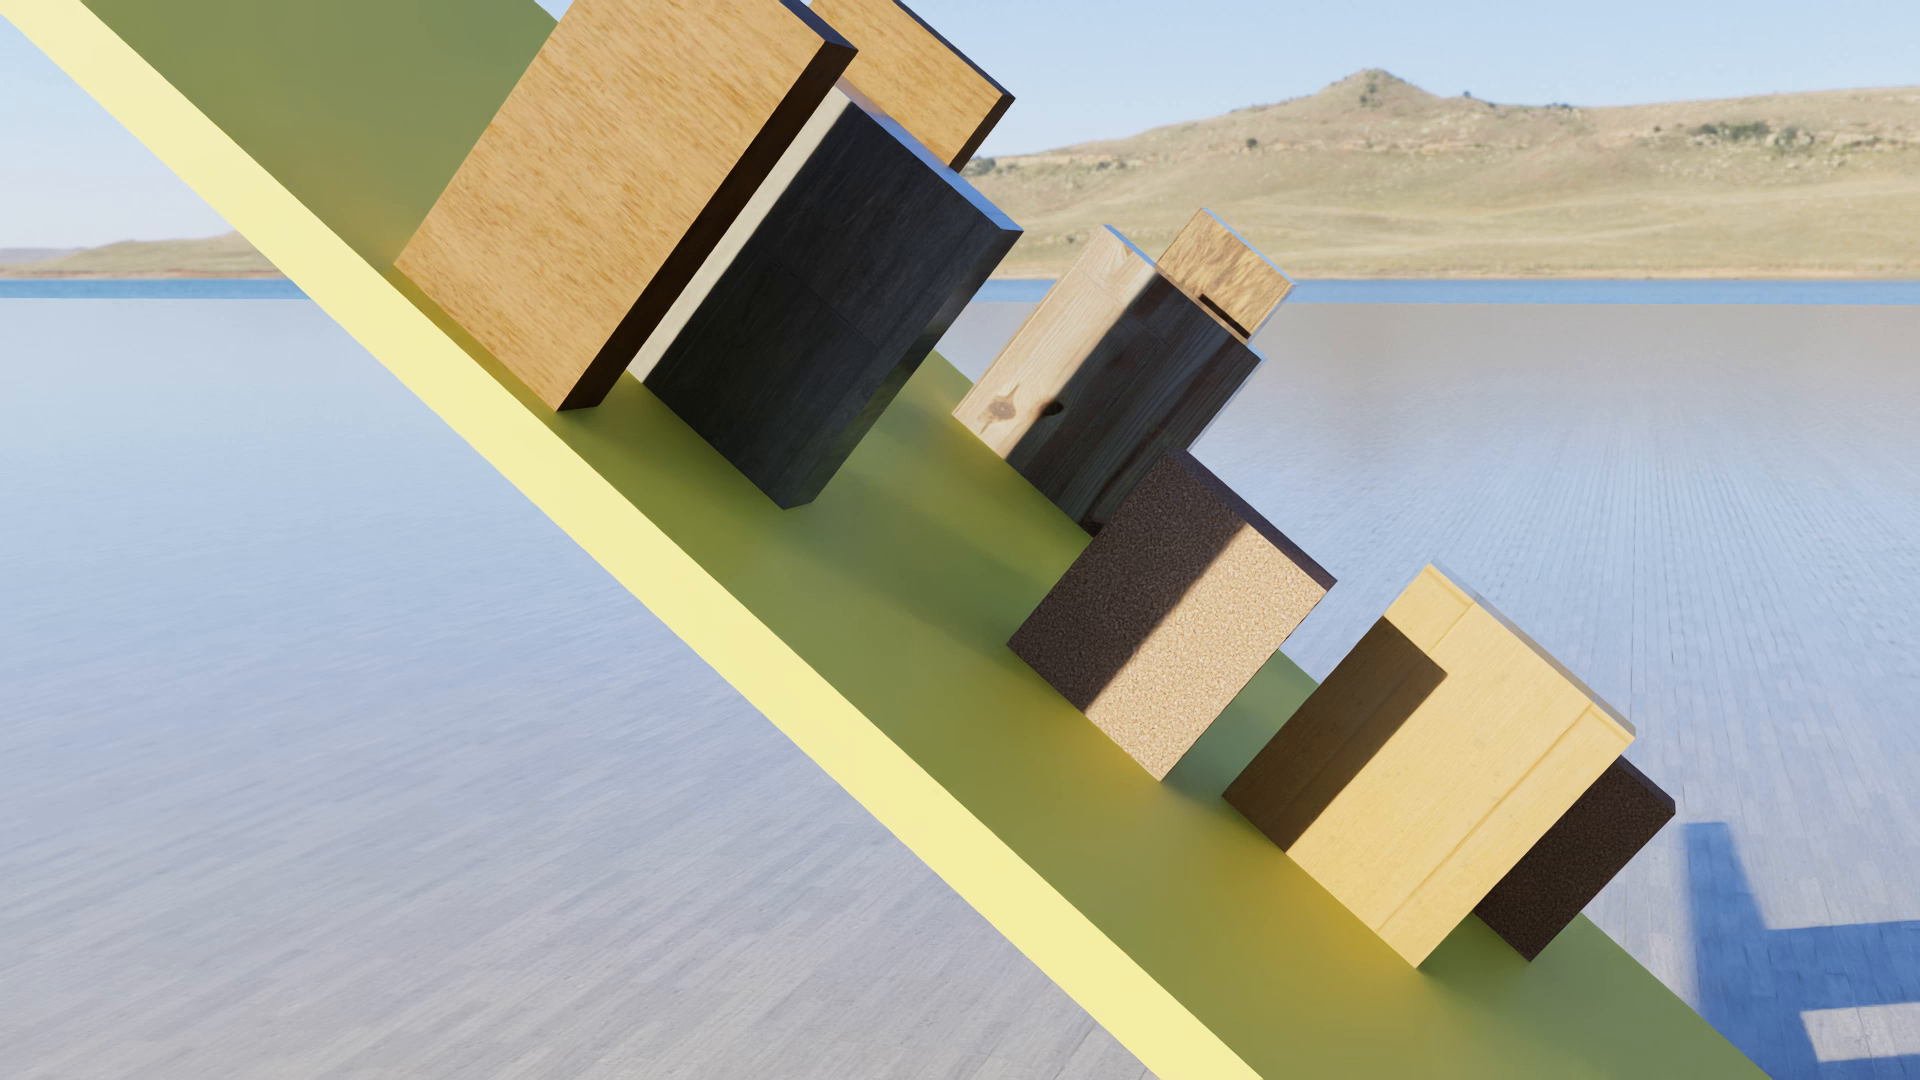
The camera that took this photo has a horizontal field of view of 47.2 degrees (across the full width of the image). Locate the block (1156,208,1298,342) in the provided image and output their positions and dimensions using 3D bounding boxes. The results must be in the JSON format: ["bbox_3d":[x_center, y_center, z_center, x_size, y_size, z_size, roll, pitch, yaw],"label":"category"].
[{"bbox_3d":[0.430,-0.393,4.832,0.260,0.646,0.082,42,16,9],"label":"block"}]

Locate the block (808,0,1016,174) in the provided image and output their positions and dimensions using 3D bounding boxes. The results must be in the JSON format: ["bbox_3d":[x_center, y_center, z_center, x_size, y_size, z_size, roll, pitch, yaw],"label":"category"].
[{"bbox_3d":[-0.255,-0.689,4.112,0.394,0.658,0.093,42,16,9],"label":"block"}]

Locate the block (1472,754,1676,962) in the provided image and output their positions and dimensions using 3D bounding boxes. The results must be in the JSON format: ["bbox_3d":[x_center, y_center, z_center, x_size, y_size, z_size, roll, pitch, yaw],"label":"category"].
[{"bbox_3d":[1.118,0.556,4.222,0.294,0.401,0.106,42,16,9],"label":"block"}]

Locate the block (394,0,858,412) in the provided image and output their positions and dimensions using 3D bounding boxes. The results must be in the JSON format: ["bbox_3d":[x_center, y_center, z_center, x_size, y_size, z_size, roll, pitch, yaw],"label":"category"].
[{"bbox_3d":[-0.493,-0.556,3.212,0.338,0.670,0.139,42,16,9],"label":"block"}]

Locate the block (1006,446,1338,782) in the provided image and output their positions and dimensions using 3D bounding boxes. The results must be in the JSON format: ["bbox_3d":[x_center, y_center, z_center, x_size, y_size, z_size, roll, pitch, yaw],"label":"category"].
[{"bbox_3d":[0.352,0.121,3.673,0.344,0.426,0.134,42,16,9],"label":"block"}]

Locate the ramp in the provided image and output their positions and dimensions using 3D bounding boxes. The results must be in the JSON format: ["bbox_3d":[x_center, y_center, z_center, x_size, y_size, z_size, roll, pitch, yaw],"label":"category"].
[{"bbox_3d":[-0.002,0.050,4.041,4.000,0.100,2.000,42,16,9],"label":"ramp"}]

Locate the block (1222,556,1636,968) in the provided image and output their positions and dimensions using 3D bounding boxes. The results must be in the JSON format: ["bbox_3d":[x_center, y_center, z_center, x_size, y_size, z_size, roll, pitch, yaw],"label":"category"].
[{"bbox_3d":[0.789,0.377,3.733,0.435,0.541,0.097,42,16,9],"label":"block"}]

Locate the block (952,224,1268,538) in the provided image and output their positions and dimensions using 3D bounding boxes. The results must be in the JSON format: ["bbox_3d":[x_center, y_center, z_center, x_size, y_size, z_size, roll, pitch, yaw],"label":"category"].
[{"bbox_3d":[0.310,-0.323,4.620,0.435,0.514,0.085,42,16,9],"label":"block"}]

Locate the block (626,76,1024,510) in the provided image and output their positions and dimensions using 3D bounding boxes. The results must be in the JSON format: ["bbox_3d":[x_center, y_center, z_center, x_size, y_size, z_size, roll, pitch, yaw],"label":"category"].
[{"bbox_3d":[-0.252,-0.412,3.527,0.438,0.572,0.132,42,16,9],"label":"block"}]
